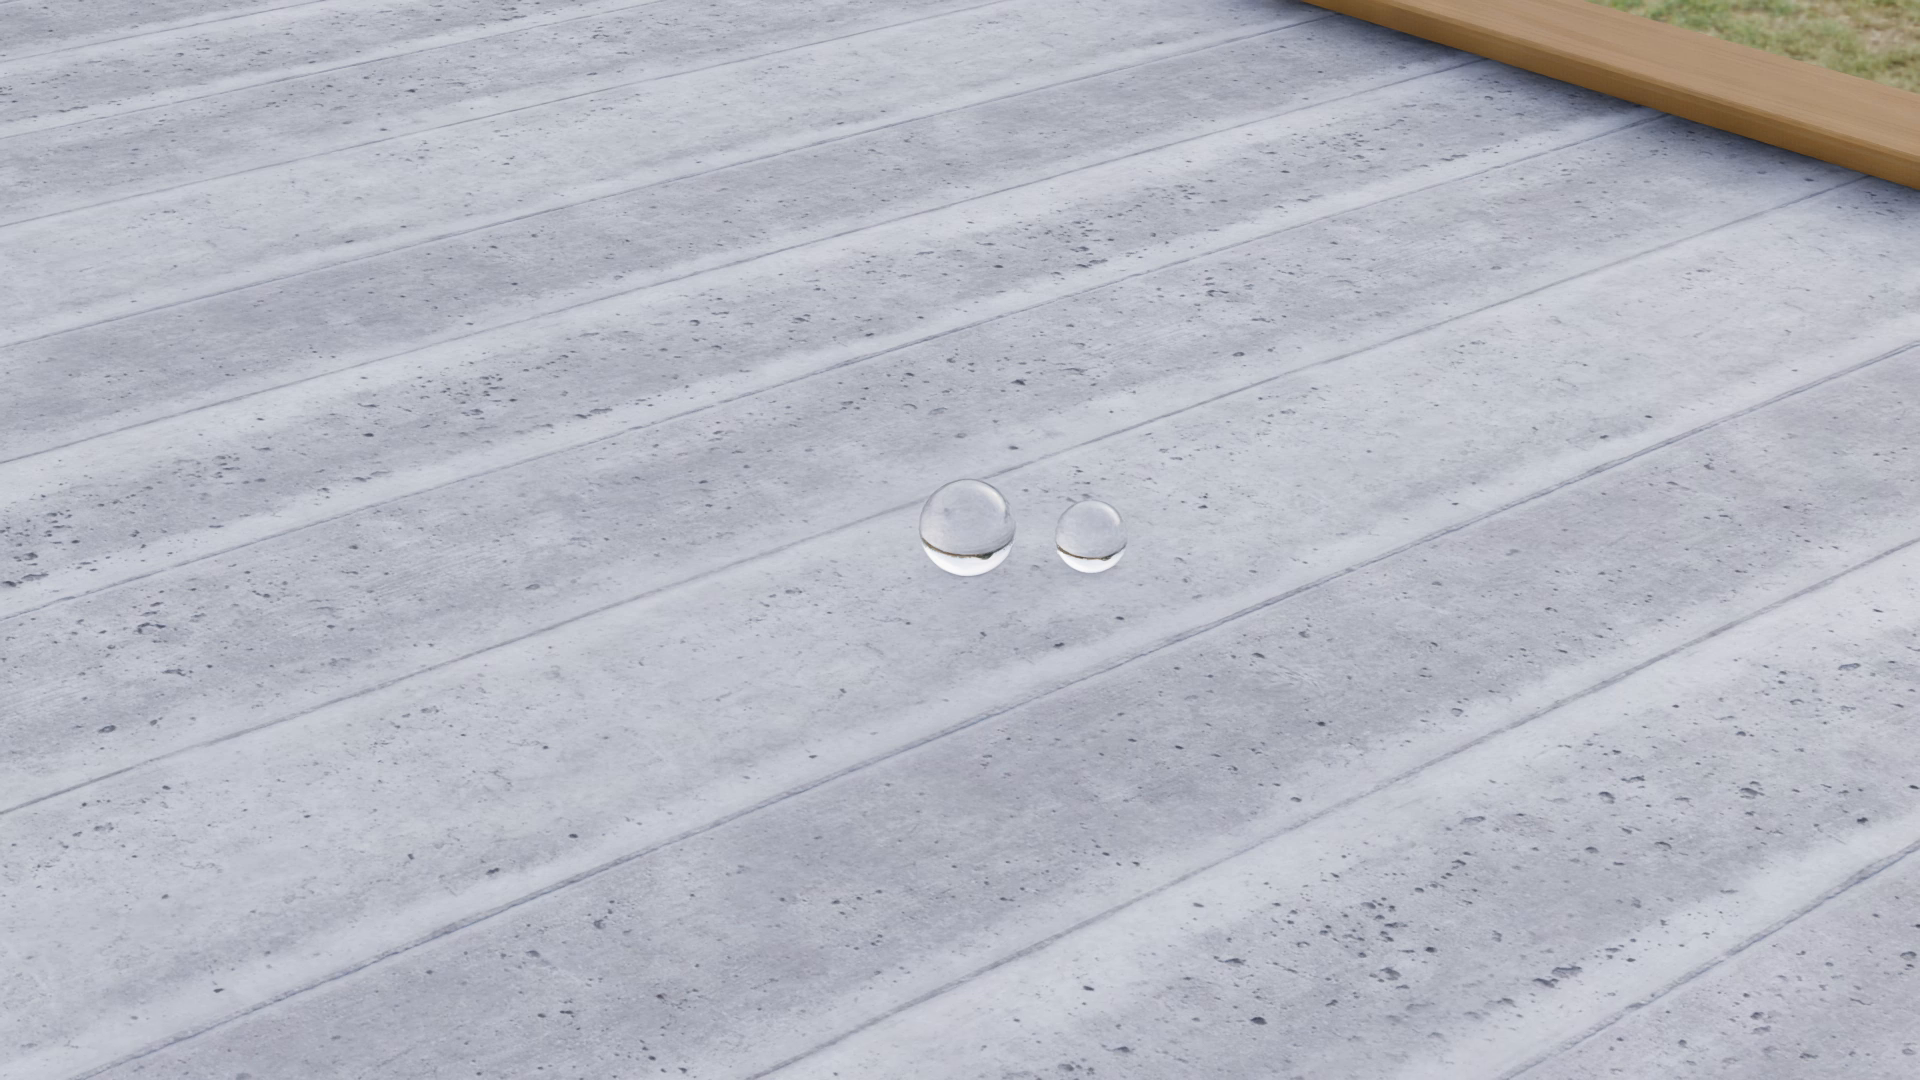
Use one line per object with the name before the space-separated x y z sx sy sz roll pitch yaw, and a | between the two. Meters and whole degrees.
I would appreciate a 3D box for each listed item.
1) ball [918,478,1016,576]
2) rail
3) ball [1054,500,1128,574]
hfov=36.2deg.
ball | 0.005 -0.009 2.077 0.069 0.069 0.069 0 26 0
rail | 0.259 -0.725 3.506 0.045 0.090 4.377 -20 32 -34
ball | 0.093 -0.003 2.083 0.052 0.052 0.052 0 26 0
